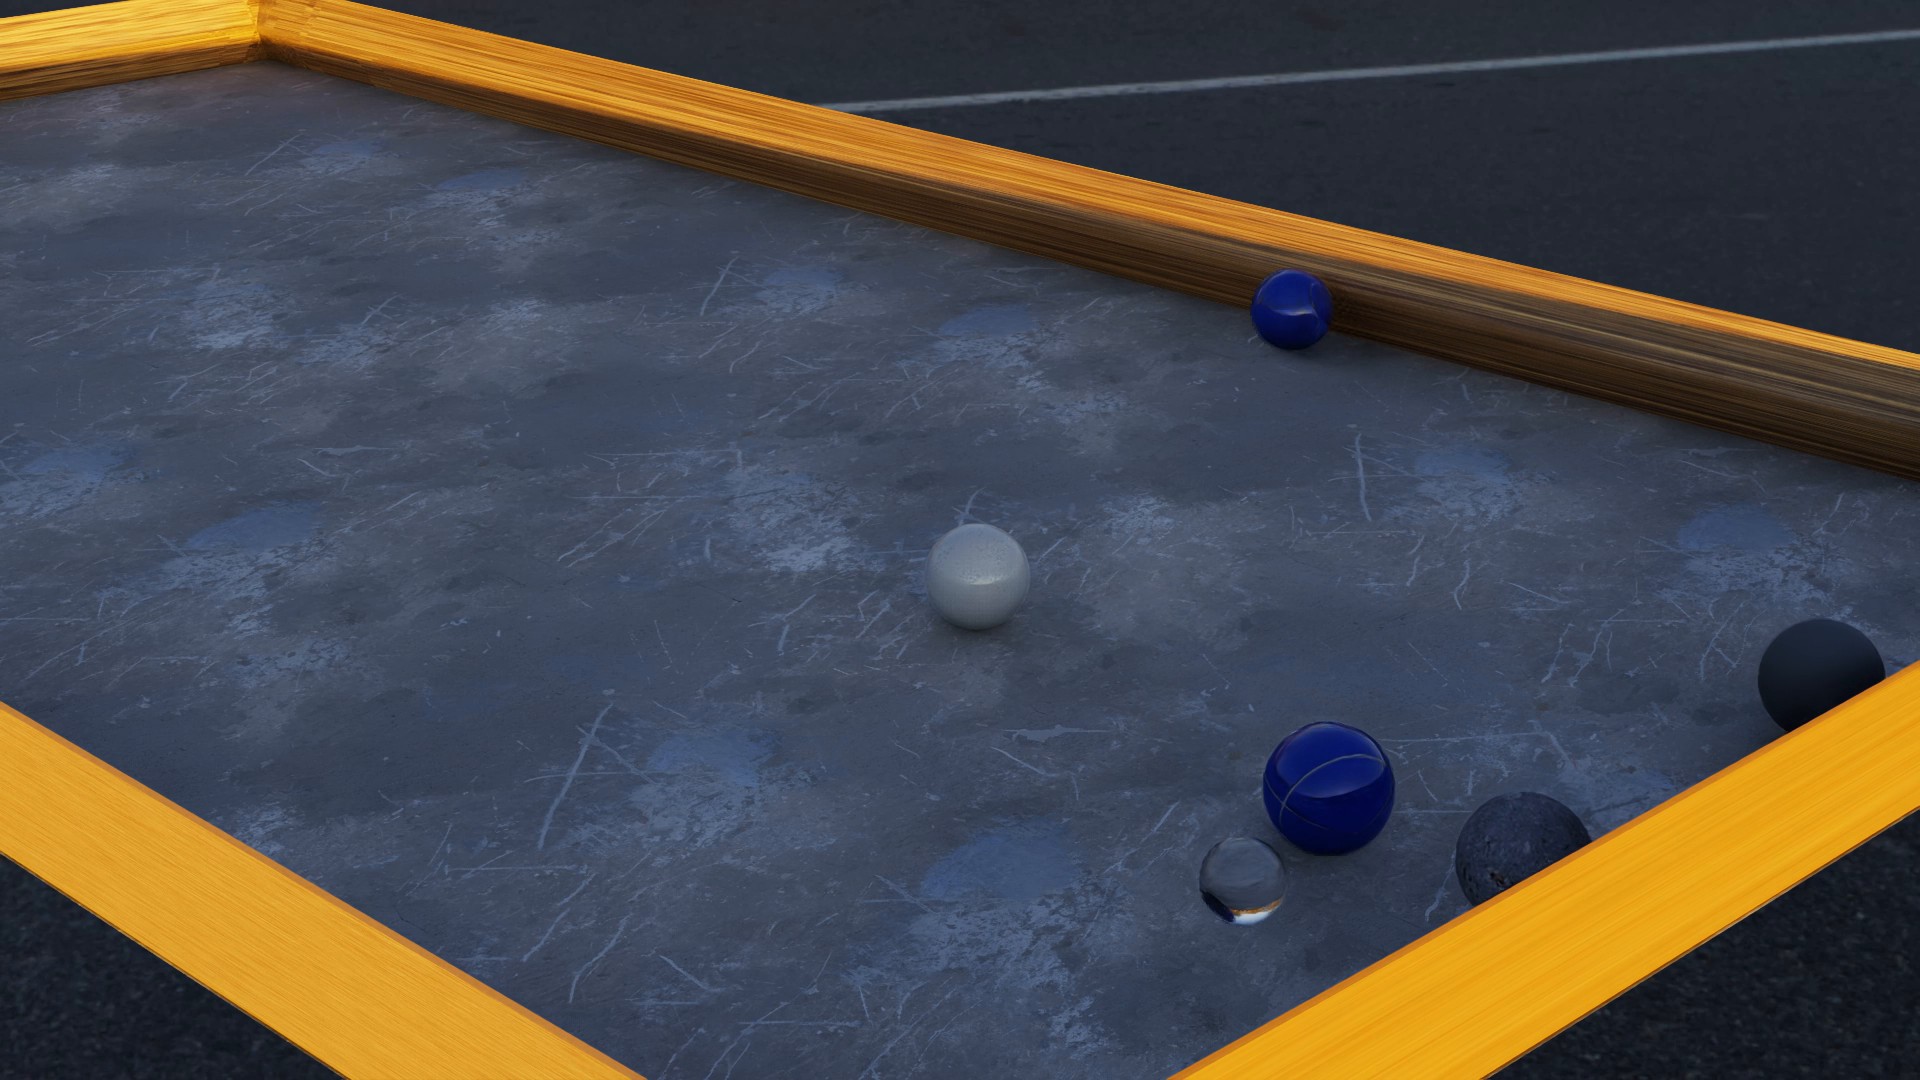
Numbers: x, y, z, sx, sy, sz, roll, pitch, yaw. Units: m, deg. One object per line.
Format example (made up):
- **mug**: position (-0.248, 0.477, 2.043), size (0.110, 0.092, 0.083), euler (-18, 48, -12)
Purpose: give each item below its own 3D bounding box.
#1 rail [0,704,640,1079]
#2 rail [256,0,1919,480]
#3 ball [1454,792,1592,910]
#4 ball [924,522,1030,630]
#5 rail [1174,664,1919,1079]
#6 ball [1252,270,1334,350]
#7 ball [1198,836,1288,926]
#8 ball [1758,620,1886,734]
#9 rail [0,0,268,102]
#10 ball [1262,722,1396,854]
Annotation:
- **rail**: position (-1.208, -0.017, 2.654), size (0.045, 0.128, 3.388), euler (-19, 28, -41)
- **rail**: position (0.013, -0.443, 3.791), size (0.045, 0.128, 3.388), euler (-19, 28, -41)
- **ball**: position (0.395, 0.224, 2.061), size (0.096, 0.096, 0.096), euler (0, 21, 0)
- **ball**: position (0.015, 0.032, 2.576), size (0.094, 0.094, 0.094), euler (0, 21, 0)
- **rail**: position (0.581, 0.186, 2.114), size (1.770, 0.128, 0.045), euler (-19, 28, -41)
- **ball**: position (0.381, -0.263, 3.364), size (0.093, 0.093, 0.093), euler (0, 21, 0)
- **ball**: position (0.199, 0.240, 2.068), size (0.062, 0.062, 0.062), euler (0, 21, 0)
- **ball**: position (0.690, 0.113, 2.354), size (0.099, 0.099, 0.099), euler (0, 21, 0)
- **rail**: position (-1.775, -0.646, 4.331), size (1.770, 0.128, 0.045), euler (-19, 28, -41)
- **ball**: position (0.272, 0.183, 2.169), size (0.098, 0.098, 0.098), euler (0, 21, 0)
